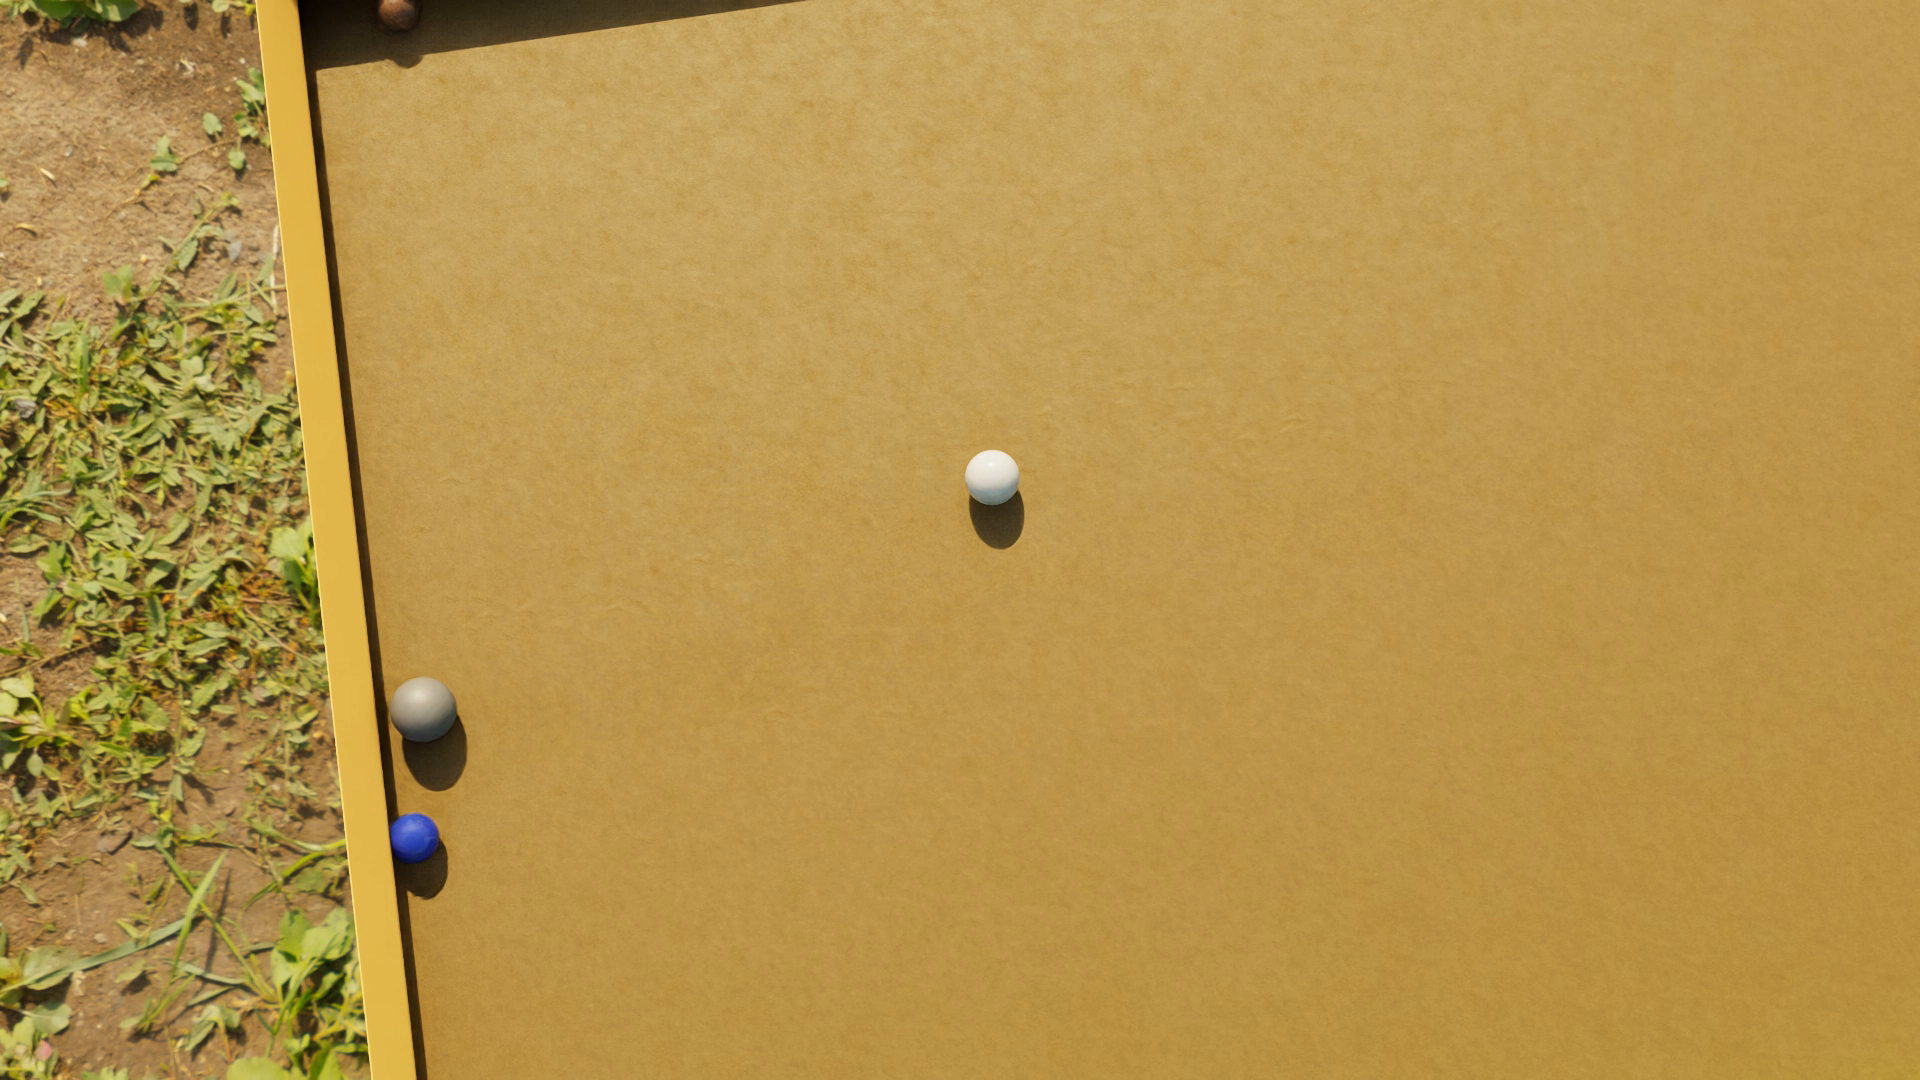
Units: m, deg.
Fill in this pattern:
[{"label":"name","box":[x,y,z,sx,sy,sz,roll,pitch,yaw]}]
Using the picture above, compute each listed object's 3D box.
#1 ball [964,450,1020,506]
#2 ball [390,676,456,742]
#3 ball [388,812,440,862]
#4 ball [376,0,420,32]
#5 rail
[{"label":"ball","box":[0.048,-0.093,3.275,0.083,0.083,0.083,0,82,0]},{"label":"ball","box":[-0.786,0.248,3.219,0.096,0.096,0.096,0,82,0]},{"label":"ball","box":[-0.795,0.433,3.203,0.073,0.073,0.073,0,82,0]},{"label":"ball","box":[-0.866,-0.816,3.388,0.066,0.066,0.066,0,82,0]},{"label":"rail","box":[-0.892,0.128,3.220,0.045,0.125,2.035,-8,82,-1]}]
